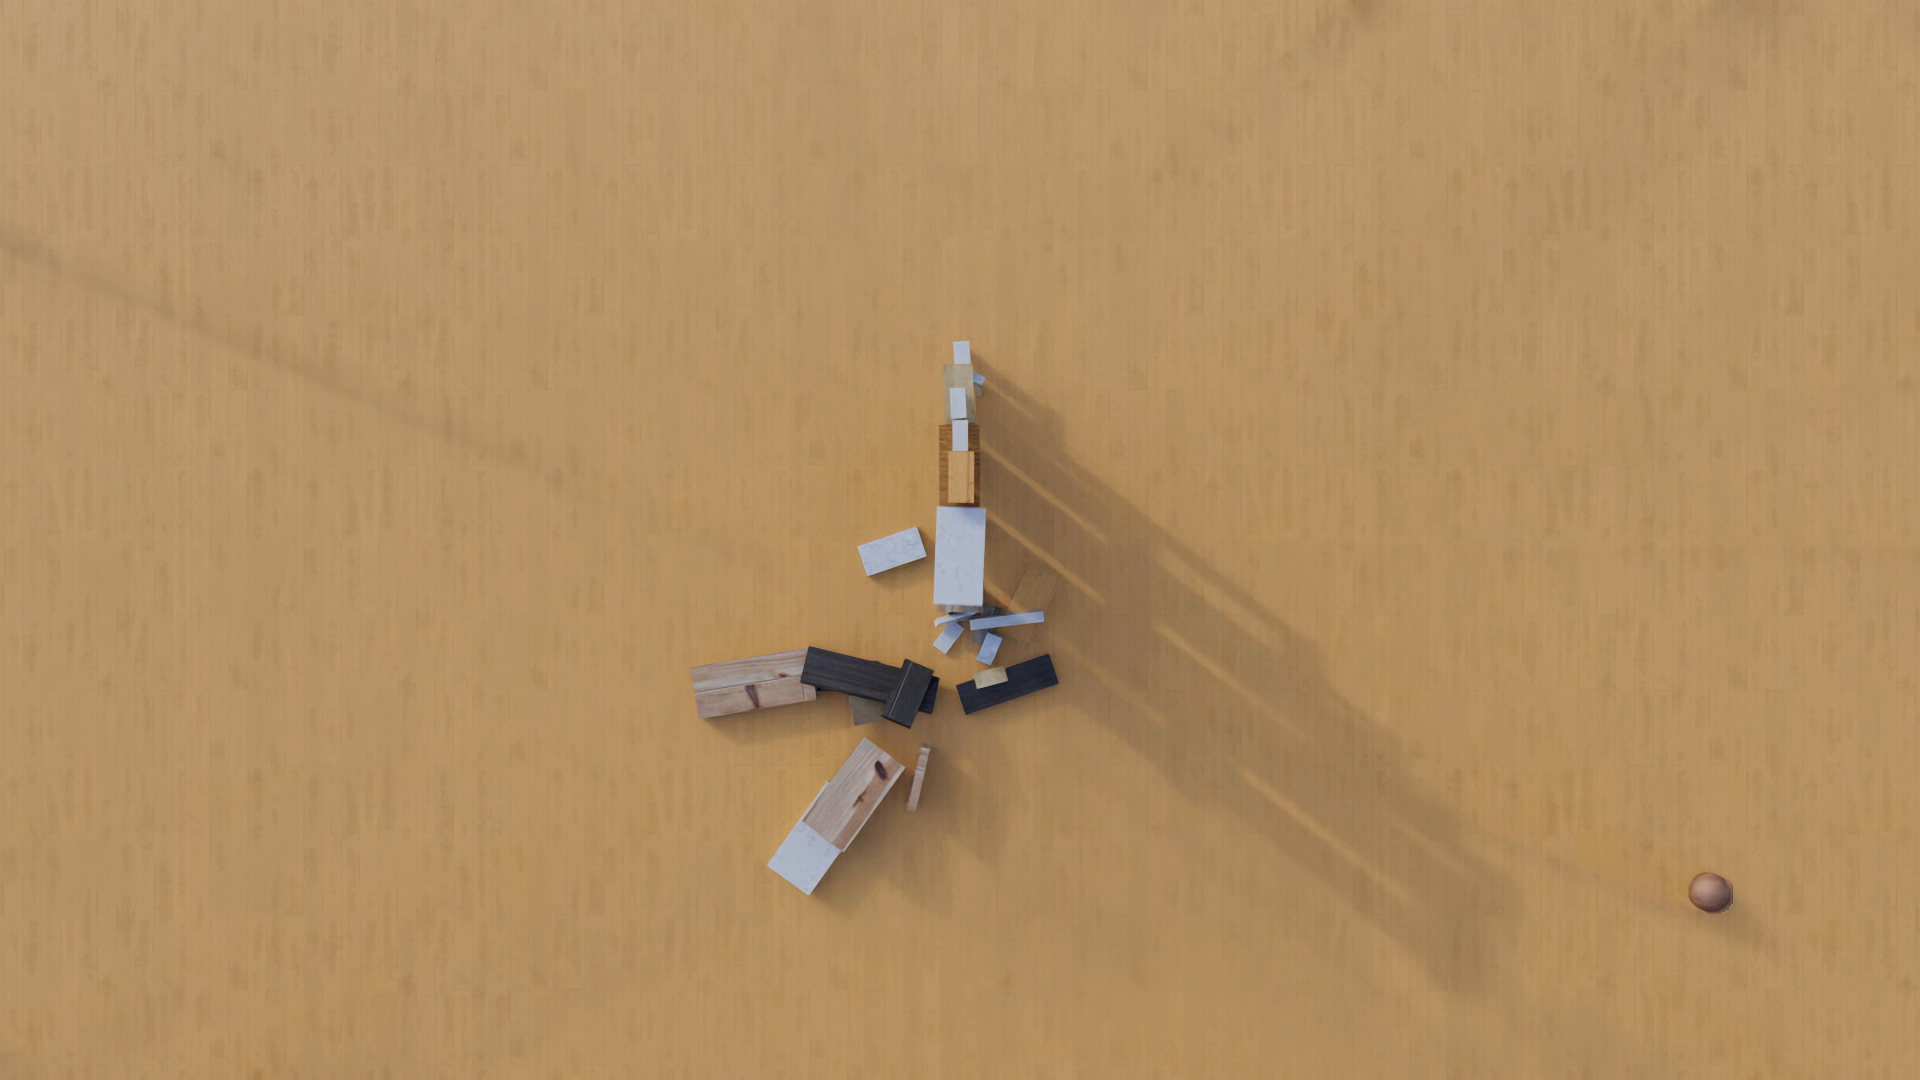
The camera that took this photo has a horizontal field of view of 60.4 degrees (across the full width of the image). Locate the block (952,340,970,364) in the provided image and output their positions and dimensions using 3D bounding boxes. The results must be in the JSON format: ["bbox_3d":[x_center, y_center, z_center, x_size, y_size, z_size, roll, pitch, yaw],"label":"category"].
[{"bbox_3d":[0.007,-0.596,5.387,0.053,0.015,0.105,-4,90,0],"label":"block"}]

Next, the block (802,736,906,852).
[{"bbox_3d":[-0.351,0.837,5.432,0.171,0.048,0.342,37,75,0],"label":"block"}]

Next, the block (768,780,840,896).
[{"bbox_3d":[-0.469,0.987,5.476,0.171,0.048,0.342,36,90,0],"label":"block"}]

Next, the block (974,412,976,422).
[{"bbox_3d":[0.001,-0.383,5.172,0.091,0.183,0.026,0,90,0],"label":"block"}]

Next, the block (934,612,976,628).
[{"bbox_3d":[-0.015,0.258,5.453,0.135,0.067,0.019,-14,79,-11],"label":"block"}]

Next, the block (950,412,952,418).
[{"bbox_3d":[-0.005,-0.380,5.009,0.046,0.092,0.013,-2,90,0],"label":"block"}]

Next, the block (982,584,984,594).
[{"bbox_3d":[-0.001,0.139,5.030,0.143,0.286,0.041,2,90,0],"label":"block"}]

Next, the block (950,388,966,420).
[{"bbox_3d":[-0.005,-0.411,4.957,0.046,0.013,0.092,-3,90,0],"label":"block"}]

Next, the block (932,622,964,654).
[{"bbox_3d":[-0.038,0.322,5.492,0.053,0.015,0.106,37,90,0],"label":"block"}]

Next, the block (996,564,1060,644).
[{"bbox_3d":[0.229,0.214,5.483,0.120,0.034,0.239,26,90,0],"label":"block"}]

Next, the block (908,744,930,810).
[{"bbox_3d":[-0.136,0.782,5.448,0.029,0.104,0.208,13,90,0],"label":"block"}]

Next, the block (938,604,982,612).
[{"bbox_3d":[0.002,0.083,5.194,0.143,0.041,0.286,1,90,0],"label":"block"}]

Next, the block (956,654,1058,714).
[{"bbox_3d":[0.157,0.480,5.485,0.326,0.029,0.103,-19,90,0],"label":"block"}]

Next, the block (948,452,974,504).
[{"bbox_3d":[0.003,-0.184,4.821,0.075,0.021,0.150,0,90,0],"label":"block"}]

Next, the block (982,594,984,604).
[{"bbox_3d":[0.002,0.179,5.357,0.143,0.286,0.041,0,90,0],"label":"block"}]

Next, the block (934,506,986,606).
[{"bbox_3d":[-0.001,0.047,4.867,0.143,0.041,0.286,2,90,0],"label":"block"}]

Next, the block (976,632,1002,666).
[{"bbox_3d":[0.098,0.359,5.474,0.053,0.015,0.106,22,110,-2],"label":"block"}]

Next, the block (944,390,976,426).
[{"bbox_3d":[-0.002,-0.375,5.278,0.103,0.029,0.207,0,90,0],"label":"block"}]

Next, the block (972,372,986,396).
[{"bbox_3d":[0.032,-0.507,5.290,0.091,0.419,0.026,24,90,0],"label":"block"}]

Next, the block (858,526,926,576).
[{"bbox_3d":[-0.225,0.038,5.485,0.208,0.029,0.104,-19,90,0],"label":"block"}]

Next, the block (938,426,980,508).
[{"bbox_3d":[-0.001,-0.224,5.000,0.123,0.035,0.247,0,90,0],"label":"block"}]

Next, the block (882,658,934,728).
[{"bbox_3d":[-0.172,0.503,5.402,0.104,0.029,0.208,23,66,-1],"label":"block"}]

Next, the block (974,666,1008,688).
[{"bbox_3d":[0.101,0.454,5.463,0.106,0.015,0.053,-15,90,0],"label":"block"}]

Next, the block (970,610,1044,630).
[{"bbox_3d":[0.152,0.262,5.406,0.239,0.120,0.034,-7,90,0],"label":"block"}]

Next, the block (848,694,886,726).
[{"bbox_3d":[-0.261,0.543,5.458,0.205,0.029,0.103,-11,92,-14],"label":"block"}]

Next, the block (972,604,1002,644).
[{"bbox_3d":[0.091,0.283,5.490,0.068,0.019,0.135,16,90,0],"label":"block"}]

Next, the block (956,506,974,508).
[{"bbox_3d":[-0.004,-0.165,5.282,0.102,0.029,0.203,0,90,0],"label":"block"}]

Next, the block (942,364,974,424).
[{"bbox_3d":[-0.004,-0.449,5.068,0.091,0.026,0.183,-2,90,0],"label":"block"}]

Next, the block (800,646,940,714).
[{"bbox_3d":[-0.296,0.462,5.431,0.445,0.034,0.120,14,67,-5],"label":"block"}]

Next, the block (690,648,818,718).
[{"bbox_3d":[-0.682,0.475,5.476,0.395,0.048,0.171,-9,90,0],"label":"block"}]

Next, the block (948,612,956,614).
[{"bbox_3d":[-0.006,0.229,5.432,0.068,0.135,0.019,-14,80,0],"label":"block"}]

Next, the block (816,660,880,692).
[{"bbox_3d":[-0.374,0.452,5.485,0.205,0.029,0.103,1,90,0],"label":"block"}]

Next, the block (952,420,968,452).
[{"bbox_3d":[0.001,-0.309,4.885,0.045,0.013,0.091,0,90,0],"label":"block"}]
